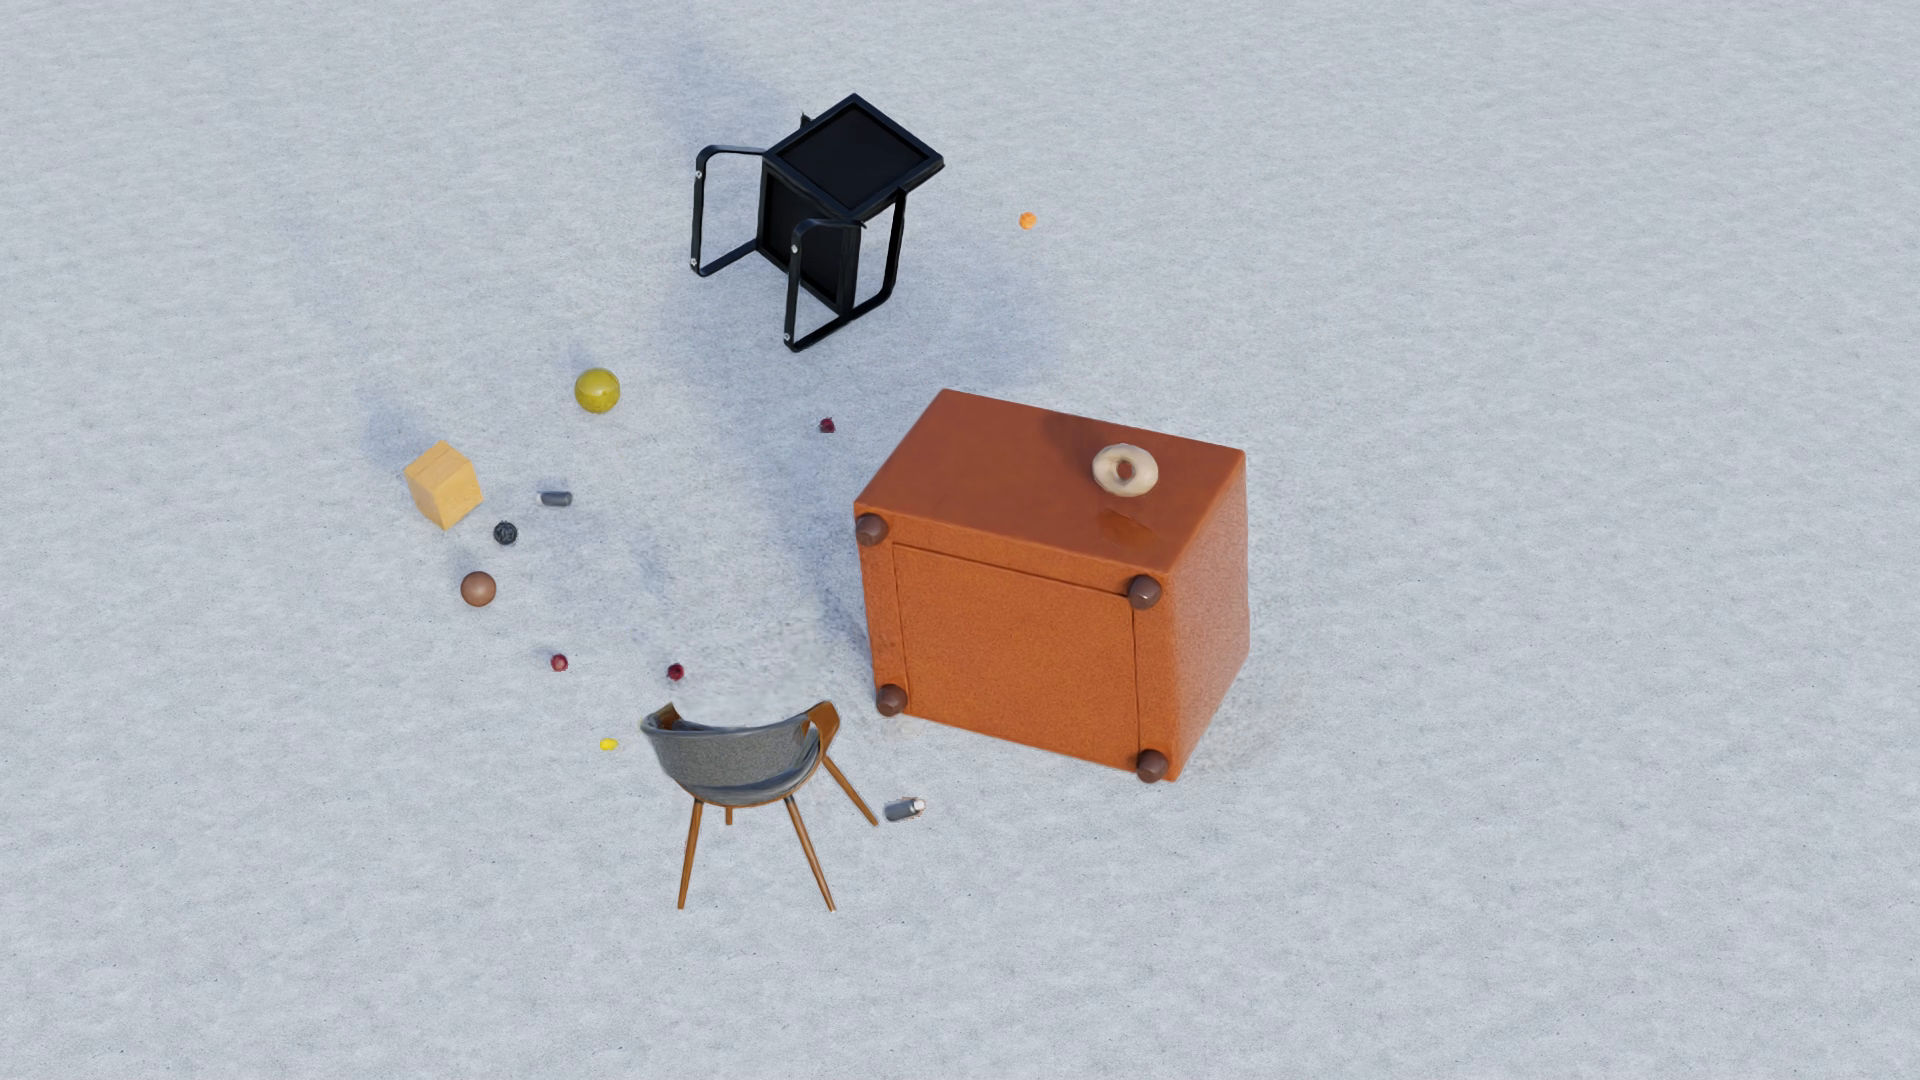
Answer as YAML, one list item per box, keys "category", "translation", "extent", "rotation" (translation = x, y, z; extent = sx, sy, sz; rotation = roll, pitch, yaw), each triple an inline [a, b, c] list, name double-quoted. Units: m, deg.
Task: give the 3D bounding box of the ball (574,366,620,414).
- category: "ball"
  translation: [-1.445, -0.598, 11.682]
  extent: [0.186, 0.186, 0.186]
  rotation: [0, 33, 0]

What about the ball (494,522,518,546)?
- category: "ball"
  translation: [-1.690, -0.025, 10.902]
  extent: [0.089, 0.089, 0.089]
  rotation: [0, 33, 0]

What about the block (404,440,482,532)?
- category: "block"
  translation: [-1.934, -0.204, 10.976]
  extent: [0.165, 0.236, 0.193]
  rotation: [35, 63, 27]

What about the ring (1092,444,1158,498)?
- category: "ring"
  translation: [0.525, -0.222, 9.339]
  extent: [0.242, 0.170, 0.087]
  rotation: [11, 4, 37]
